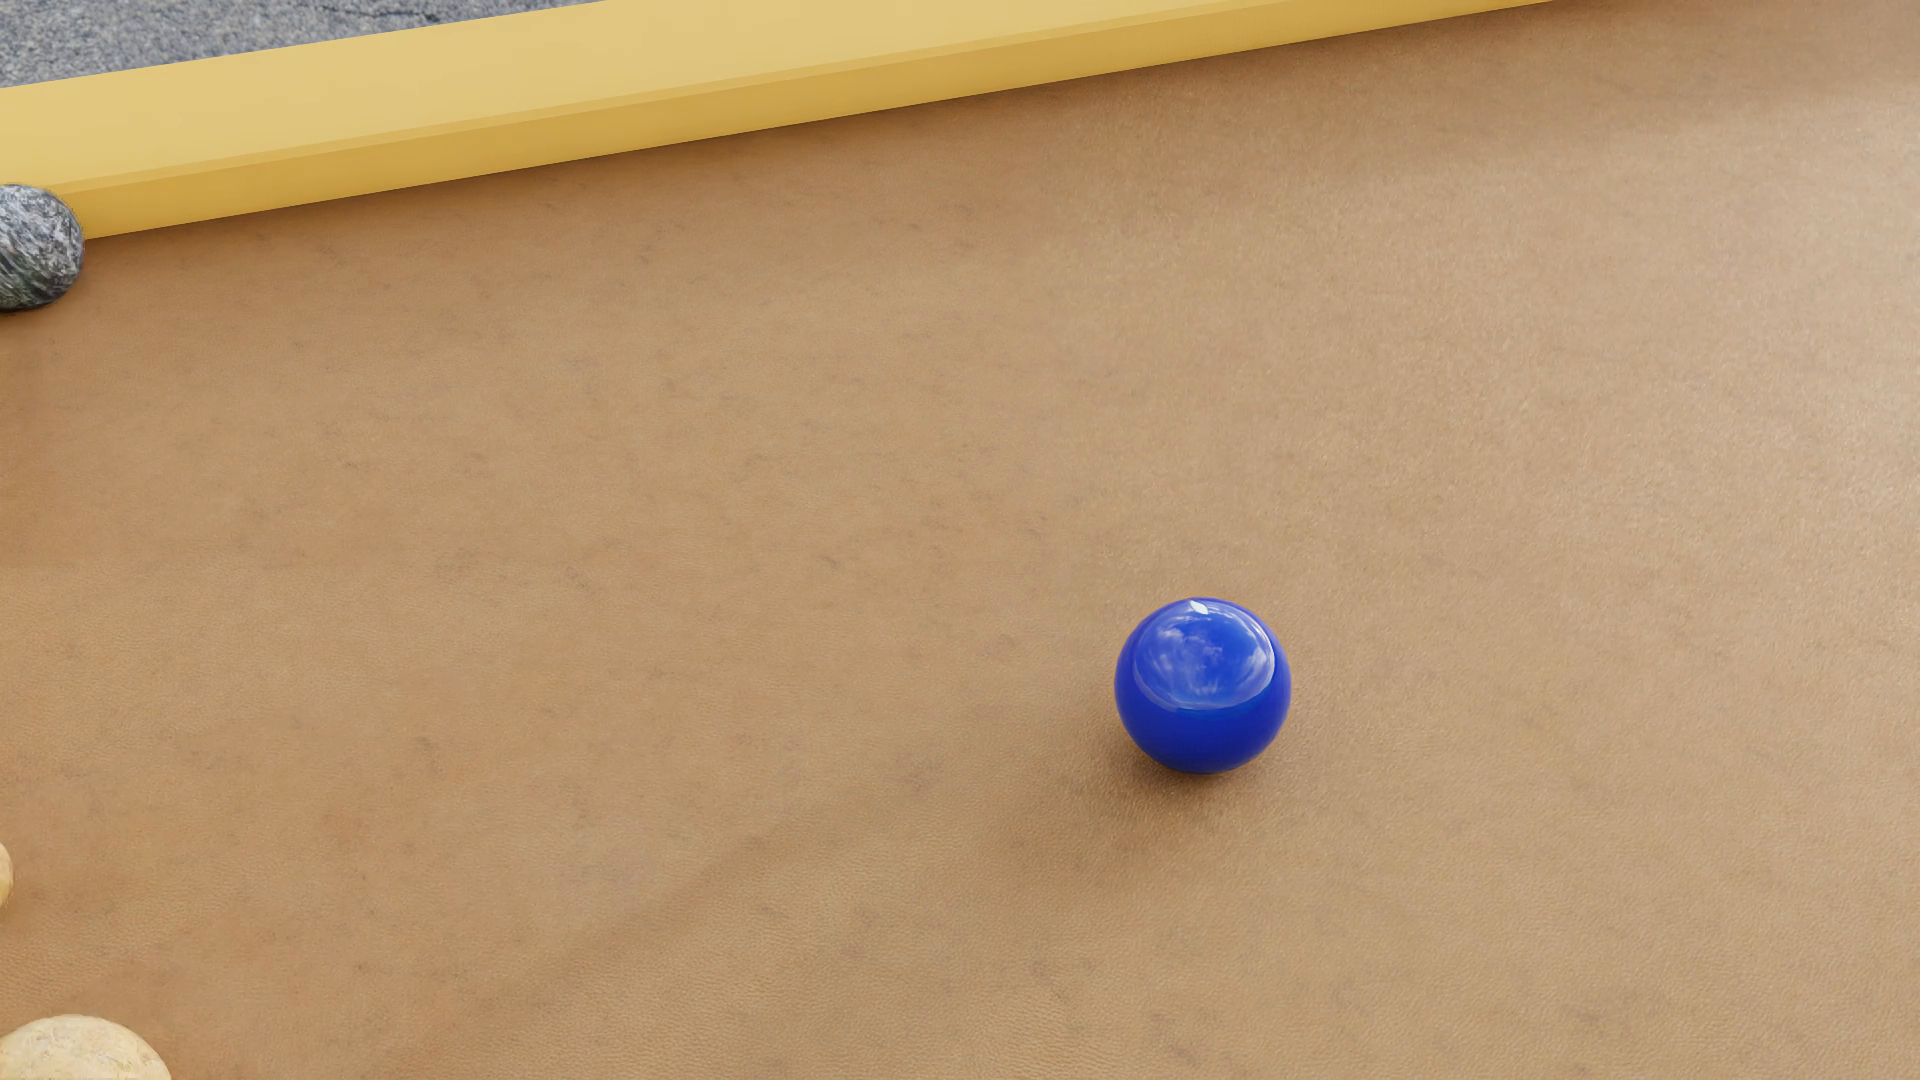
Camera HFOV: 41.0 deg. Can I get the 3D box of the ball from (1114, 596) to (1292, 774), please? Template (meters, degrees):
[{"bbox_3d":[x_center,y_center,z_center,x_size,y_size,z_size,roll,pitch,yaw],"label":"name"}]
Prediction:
[{"bbox_3d":[0.135,0.081,1.430,0.099,0.099,0.099,0,35,0],"label":"ball"}]

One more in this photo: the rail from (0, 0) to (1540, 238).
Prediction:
[{"bbox_3d":[0.373,-0.496,2.227,2.569,0.129,0.045,-12,37,-17],"label":"rail"}]

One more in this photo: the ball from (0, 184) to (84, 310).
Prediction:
[{"bbox_3d":[-0.682,-0.211,1.855,0.091,0.091,0.091,0,35,0],"label":"ball"}]

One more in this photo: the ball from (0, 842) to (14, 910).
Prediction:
[{"bbox_3d":[-0.521,0.176,1.335,0.054,0.054,0.054,0,35,0],"label":"ball"}]

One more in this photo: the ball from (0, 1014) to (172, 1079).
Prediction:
[{"bbox_3d":[-0.406,0.266,1.165,0.100,0.100,0.100,0,35,0],"label":"ball"}]
